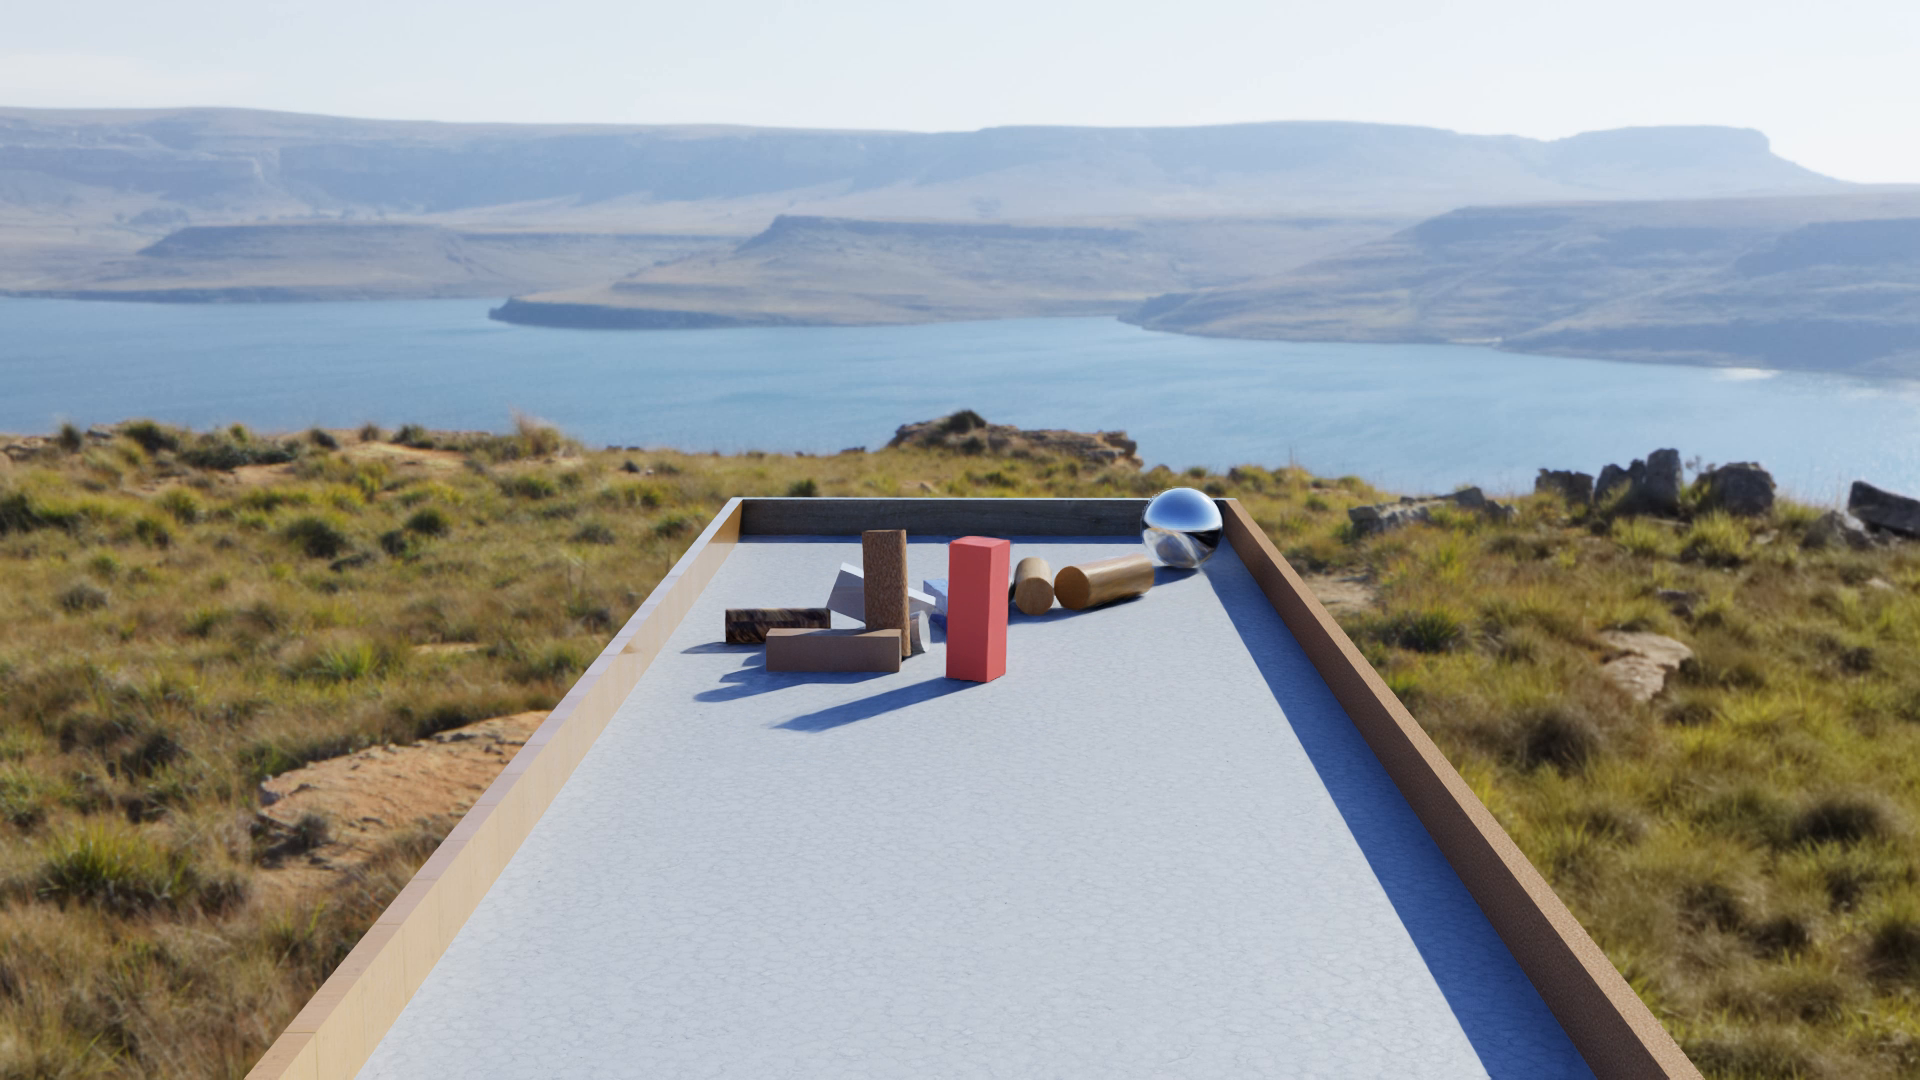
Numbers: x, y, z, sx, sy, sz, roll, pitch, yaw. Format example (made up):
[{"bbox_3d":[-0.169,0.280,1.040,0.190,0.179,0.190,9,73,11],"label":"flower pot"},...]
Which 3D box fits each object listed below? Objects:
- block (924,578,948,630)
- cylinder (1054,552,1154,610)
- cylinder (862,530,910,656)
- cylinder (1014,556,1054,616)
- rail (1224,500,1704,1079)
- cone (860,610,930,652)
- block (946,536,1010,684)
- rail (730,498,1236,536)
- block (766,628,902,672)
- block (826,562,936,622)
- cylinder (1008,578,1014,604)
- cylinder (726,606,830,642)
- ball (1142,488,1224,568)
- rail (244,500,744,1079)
[{"bbox_3d":[-0.024,0.218,7.273,0.114,0.114,0.373,-2,9,-14],"label":"block"},{"bbox_3d":[0.503,0.142,7.631,0.151,0.151,0.387,7,12,39],"label":"cylinder"},{"bbox_3d":[-0.225,0.163,6.716,0.135,0.383,0.135,-2,2,0],"label":"cylinder"},{"bbox_3d":[0.255,0.156,7.600,0.132,0.132,0.427,0,9,1],"label":"cylinder"},{"bbox_3d":[1.046,0.843,3.208,0.050,0.150,12.000,0,9,1],"label":"rail"},{"bbox_3d":[-0.320,0.307,6.868,0.433,0.128,0.128,-7,7,13],"label":"cone"},{"bbox_3d":[0.052,0.201,6.432,0.133,0.403,0.133,7,12,25],"label":"block"},{"bbox_3d":[0.099,-0.098,9.147,2.100,0.150,0.050,0,9,1],"label":"rail"},{"bbox_3d":[-0.376,0.330,6.584,0.396,0.108,0.108,0,9,2],"label":"block"},{"bbox_3d":[-0.251,0.199,6.987,0.318,0.133,0.133,21,8,-3],"label":"block"},{"bbox_3d":[0.116,0.200,7.415,0.104,0.104,0.348,1,9,7],"label":"cylinder"},{"bbox_3d":[-0.575,0.269,6.962,0.331,0.110,0.110,-1,9,-4],"label":"cylinder"},{"bbox_3d":[0.843,-0.046,8.325,0.305,0.305,0.305,0,9,0],"label":"ball"},{"bbox_3d":[-1.004,0.839,3.234,0.050,0.150,12.000,0,9,1],"label":"rail"}]
